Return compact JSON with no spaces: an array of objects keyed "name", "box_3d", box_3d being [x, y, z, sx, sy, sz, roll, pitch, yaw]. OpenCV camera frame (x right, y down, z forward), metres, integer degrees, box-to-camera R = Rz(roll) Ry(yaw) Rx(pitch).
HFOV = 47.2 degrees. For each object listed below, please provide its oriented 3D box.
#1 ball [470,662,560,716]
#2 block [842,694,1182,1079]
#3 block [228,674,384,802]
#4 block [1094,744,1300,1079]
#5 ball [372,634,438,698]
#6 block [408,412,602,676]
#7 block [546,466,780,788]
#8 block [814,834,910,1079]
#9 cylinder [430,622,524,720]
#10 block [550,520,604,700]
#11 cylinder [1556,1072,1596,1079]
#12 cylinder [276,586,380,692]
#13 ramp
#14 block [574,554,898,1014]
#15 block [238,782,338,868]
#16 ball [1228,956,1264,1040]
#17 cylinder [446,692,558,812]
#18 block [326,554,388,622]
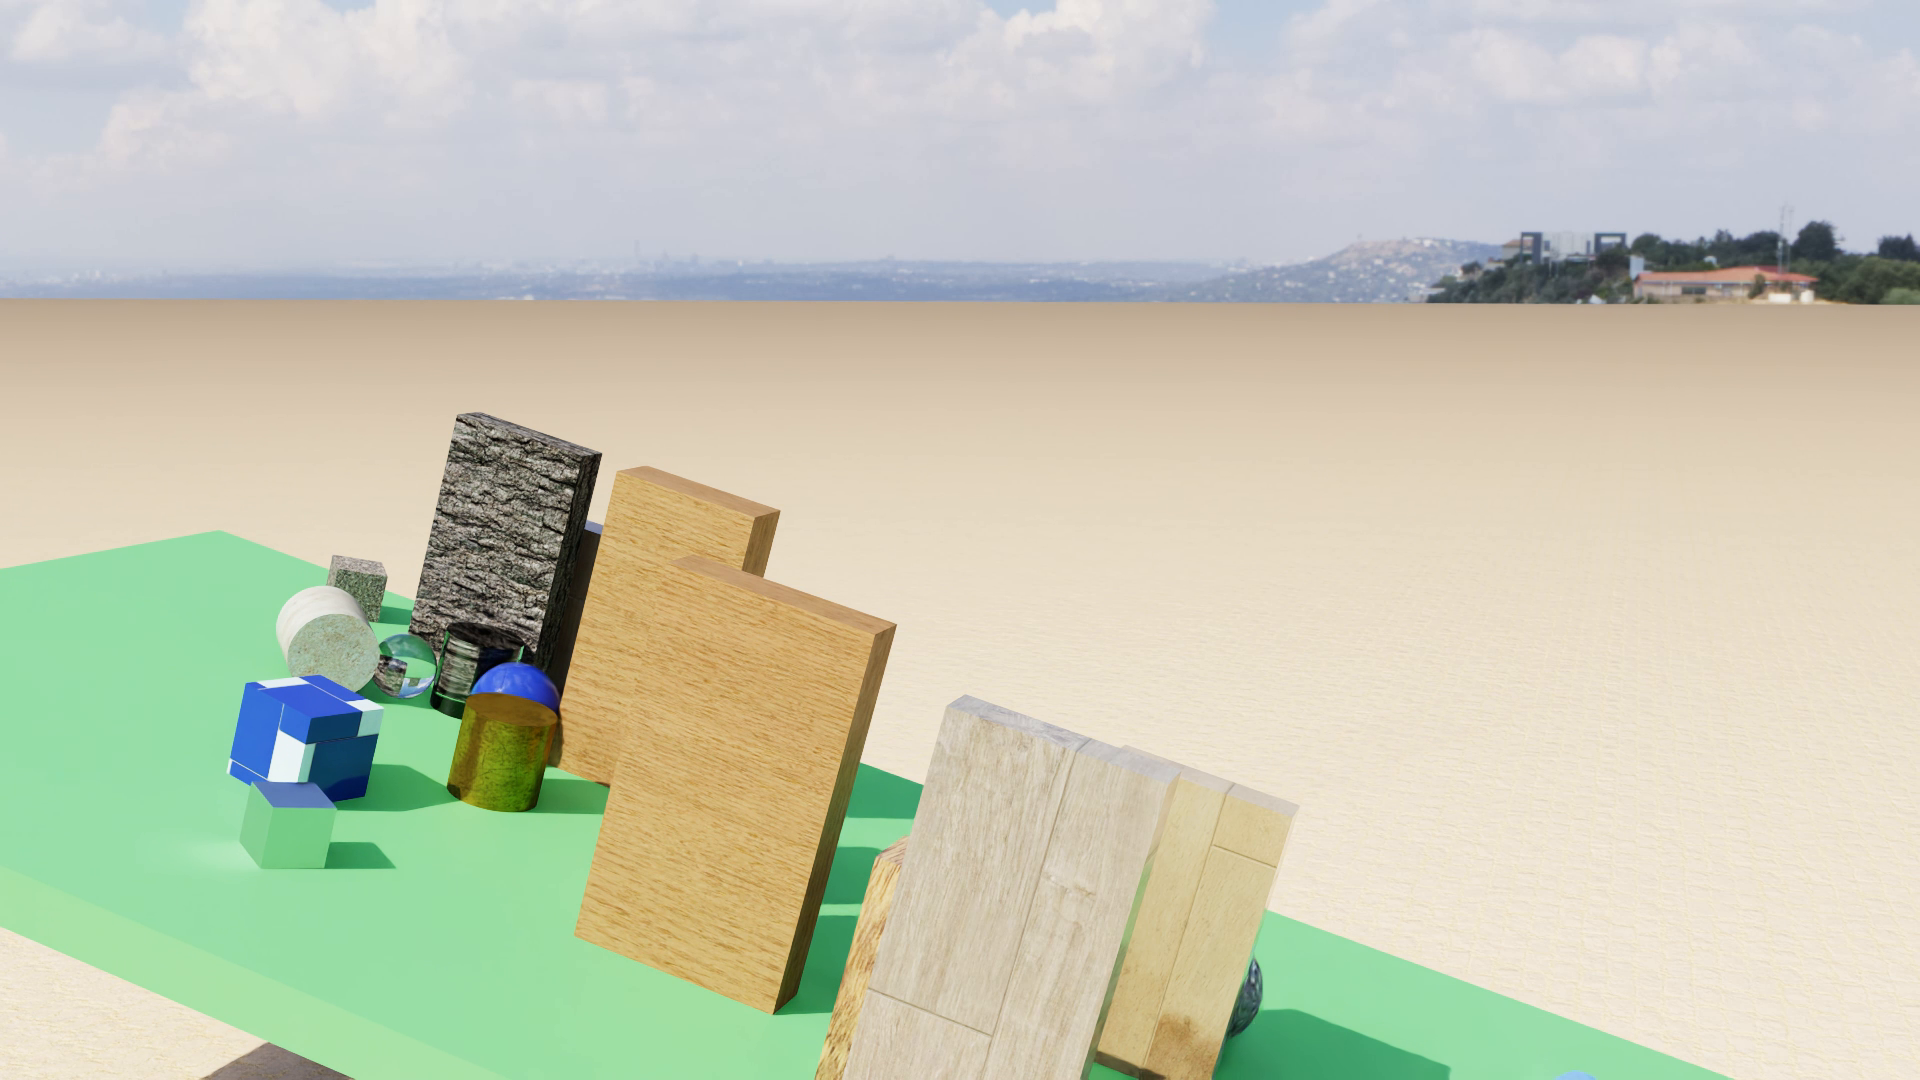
[{"name":"ball","box_3d":[-0.939,0.353,4.634,0.193,0.193,0.193,0,7,0]},{"name":"block","box_3d":[0.049,0.633,3.165,0.332,0.750,0.093,18,12,14]},{"name":"block","box_3d":[-1.234,0.378,4.149,0.181,0.181,0.181,22,13,29]},{"name":"block","box_3d":[0.360,0.677,3.890,0.327,0.546,0.091,18,12,14]},{"name":"ball","box_3d":[-1.211,0.274,4.785,0.143,0.143,0.143,0,7,0]},{"name":"block","box_3d":[-1.032,0.049,4.936,0.316,0.603,0.099,18,12,14]},{"name":"block","box_3d":[-0.623,0.205,4.604,0.316,0.649,0.142,18,12,14]},{"name":"block","box_3d":[0.008,0.735,3.495,0.373,0.406,0.144,18,12,14]},{"name":"cylinder","box_3d":[-1.061,0.291,4.831,0.172,0.172,0.172,15,11,-3]},{"name":"block","box_3d":[-0.746,0.210,5.048,0.409,0.404,0.089,18,12,14]},{"name":"cylinder","box_3d":[1.158,1.072,4.143,0.112,0.112,0.112,3,5,23]},{"name":"cylinder","box_3d":[-1.362,0.218,4.733,0.190,0.190,0.190,-3,18,-23]},{"name":"ramp","box_3d":[-0.379,0.743,4.241,4.000,0.100,2.000,18,12,14]},{"name":"block","box_3d":[-0.390,0.417,3.778,0.387,0.692,0.114,18,12,14]},{"name":"block","box_3d":[-1.171,0.496,3.831,0.114,0.114,0.114,6,14,-38]},{"name":"ball","box_3d":[0.463,0.836,4.123,0.209,0.209,0.209,0,7,0]},{"name":"cylinder","box_3d":[-0.910,0.421,4.372,0.182,0.182,0.182,15,11,-3]},{"name":"block","box_3d":[-1.454,0.117,5.287,0.118,0.118,0.118,10,12,-24]}]
